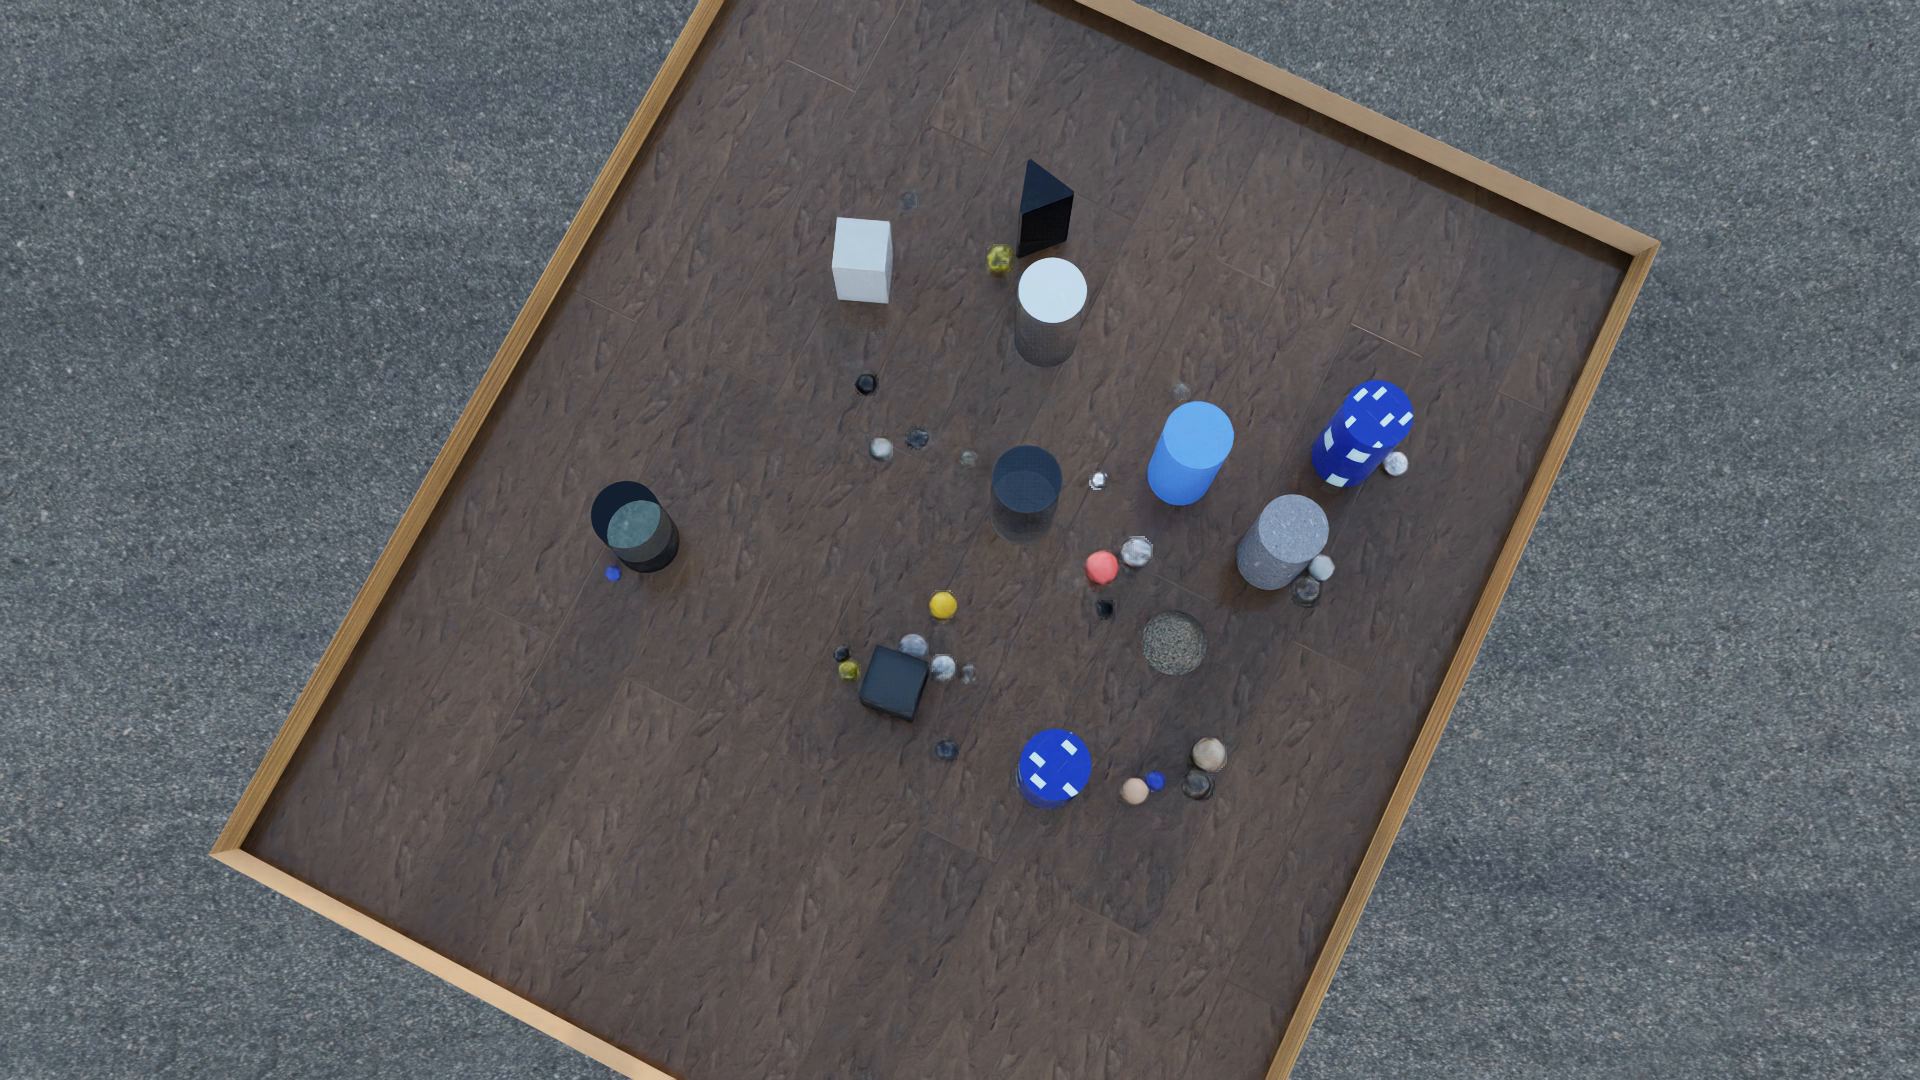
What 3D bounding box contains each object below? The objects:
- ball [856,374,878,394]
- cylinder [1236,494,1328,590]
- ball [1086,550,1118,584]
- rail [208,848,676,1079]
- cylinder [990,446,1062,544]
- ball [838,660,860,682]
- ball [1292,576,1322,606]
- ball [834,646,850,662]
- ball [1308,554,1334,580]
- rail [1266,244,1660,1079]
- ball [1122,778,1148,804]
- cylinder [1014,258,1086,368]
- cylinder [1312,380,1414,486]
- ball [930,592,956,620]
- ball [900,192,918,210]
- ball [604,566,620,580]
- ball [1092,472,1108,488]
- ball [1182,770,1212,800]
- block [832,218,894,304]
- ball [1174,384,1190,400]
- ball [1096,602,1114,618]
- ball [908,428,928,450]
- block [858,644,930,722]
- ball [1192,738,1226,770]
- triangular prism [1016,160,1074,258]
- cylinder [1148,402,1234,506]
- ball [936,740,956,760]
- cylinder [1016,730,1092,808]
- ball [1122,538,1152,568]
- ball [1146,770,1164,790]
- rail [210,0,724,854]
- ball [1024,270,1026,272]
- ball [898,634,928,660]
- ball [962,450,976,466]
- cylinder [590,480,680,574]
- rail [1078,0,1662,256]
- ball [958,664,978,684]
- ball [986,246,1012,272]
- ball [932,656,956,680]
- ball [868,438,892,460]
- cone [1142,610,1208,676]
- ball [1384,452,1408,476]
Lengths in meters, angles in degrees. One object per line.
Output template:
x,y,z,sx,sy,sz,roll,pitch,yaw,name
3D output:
-0.290,-0.483,5.683,0.066,0.066,0.066,0,78,0,ball
0.944,0.011,5.394,0.199,0.432,0.199,0,78,0,cylinder
0.430,0.083,5.549,0.099,0.099,0.099,0,78,0,ball
-0.798,1.571,5.224,3.050,0.129,0.045,26,80,5,rail
0.191,-0.127,5.414,0.199,0.449,0.199,0,78,0,cylinder
-0.335,0.394,5.503,0.063,0.063,0.063,0,78,0,ball
1.049,0.153,5.538,0.092,0.092,0.092,0,78,0,ball
-0.357,0.343,5.519,0.052,0.052,0.052,0,78,0,ball
1.096,0.084,5.559,0.079,0.079,0.079,0,78,0,ball
1.343,0.664,5.412,0.045,0.129,3.618,26,80,5,rail
0.518,0.743,5.422,0.079,0.079,0.079,0,78,0,ball
0.269,-0.681,5.533,0.199,0.440,0.199,0,78,0,cylinder
1.187,-0.309,5.435,0.199,0.481,0.199,0,78,0,cylinder
-0.051,0.198,5.534,0.082,0.082,0.082,0,78,0,ball
-0.164,-1.073,5.809,0.058,0.058,0.058,0,78,0,ball
-1.057,0.100,5.573,0.046,0.046,0.046,0,78,0,ball
0.428,-0.185,5.628,0.052,0.052,0.052,0,78,0,ball
0.701,0.724,5.420,0.092,0.092,0.092,0,78,0,ball
-0.298,-0.858,5.646,0.159,0.291,0.159,5,78,1,block
0.687,-0.460,5.688,0.047,0.047,0.047,0,78,0,ball
0.440,0.211,5.547,0.051,0.051,0.051,0,78,0,ball
-0.129,-0.313,5.648,0.065,0.065,0.065,0,78,0,ball
-0.193,0.425,5.405,0.159,0.241,0.159,18,79,4,block
0.738,0.634,5.435,0.099,0.099,0.099,0,78,0,ball
0.233,-1.030,5.637,0.172,0.377,0.149,-21,79,-4,triangular prism
0.678,-0.251,5.431,0.199,0.466,0.199,0,78,0,cylinder
-0.041,0.625,5.454,0.065,0.065,0.065,0,78,0,ball
0.266,0.664,5.282,0.199,0.386,0.199,0,78,0,cylinder
0.536,0.038,5.563,0.090,0.090,0.090,0,78,0,ball
0.579,0.714,5.439,0.058,0.058,0.058,0,78,0,ball
-1.343,-0.651,5.684,0.045,0.129,3.618,26,80,5,rail
0.241,-0.817,5.738,0.093,0.093,0.093,0,78,0,ball
-0.140,0.322,5.459,0.086,0.086,0.086,0,78,0,ball
0.028,-0.253,5.645,0.046,0.046,0.046,0,78,0,ball
-0.958,-0.035,5.431,0.199,0.378,0.199,0,78,0,cylinder
0.798,-1.557,5.872,3.050,0.129,0.045,26,80,5,rail
0.021,0.401,5.503,0.060,0.060,0.060,0,78,0,ball
0.125,-0.882,5.757,0.082,0.082,0.082,0,78,0,ball
-0.050,0.382,5.501,0.072,0.072,0.072,0,78,0,ball
-0.245,-0.280,5.638,0.071,0.071,0.071,0,78,0,ball
0.650,0.273,5.367,0.199,0.378,0.199,0,78,0,cone
1.338,-0.235,5.627,0.074,0.074,0.074,0,78,0,ball
